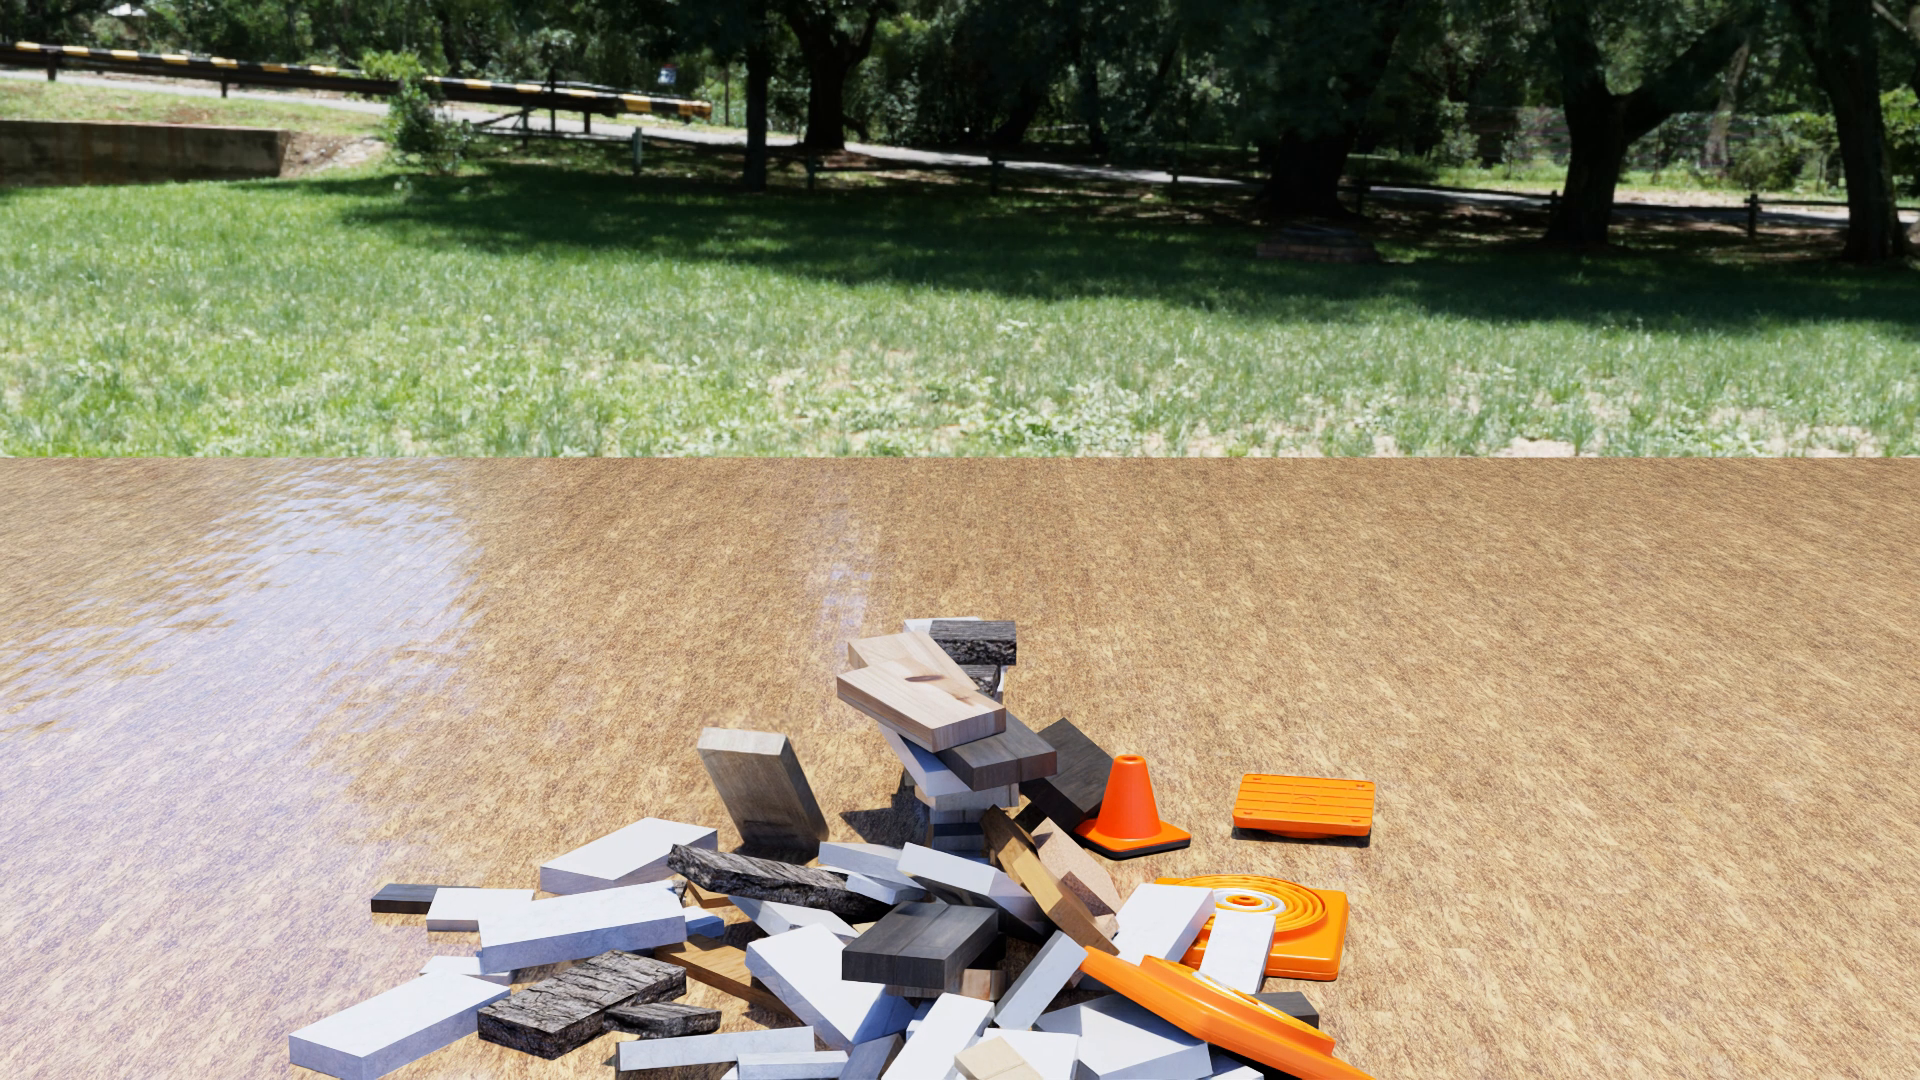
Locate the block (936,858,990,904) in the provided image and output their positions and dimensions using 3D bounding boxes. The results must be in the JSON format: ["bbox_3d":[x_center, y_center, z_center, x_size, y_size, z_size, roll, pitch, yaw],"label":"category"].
[{"bbox_3d":[0.005,0.573,3.553,0.082,0.023,0.165,0,29,4],"label":"block"}]

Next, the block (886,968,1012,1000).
[{"bbox_3d":[-0.013,0.624,3.101,0.141,0.040,0.283,1,-11,7],"label":"block"}]

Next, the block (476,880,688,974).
[{"bbox_3d":[-0.581,0.591,3.371,0.302,0.043,0.151,-7,14,-14],"label":"block"}]

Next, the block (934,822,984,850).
[{"bbox_3d":[-0.003,0.496,3.689,0.082,0.023,0.165,-2,0,-1],"label":"block"}]

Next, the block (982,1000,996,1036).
[{"bbox_3d":[0.004,0.667,3.077,0.087,0.025,0.174,1,-3,0],"label":"block"}]

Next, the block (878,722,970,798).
[{"bbox_3d":[-0.027,0.347,3.756,0.154,0.044,0.309,-7,19,-16],"label":"block"}]

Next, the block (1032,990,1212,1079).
[{"bbox_3d":[0.201,0.644,2.802,0.142,0.040,0.283,-13,5,-15],"label":"block"}]

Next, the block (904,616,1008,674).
[{"bbox_3d":[-0.015,0.245,5.109,0.180,0.051,0.359,-2,11,-10],"label":"block"}]

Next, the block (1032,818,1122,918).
[{"bbox_3d":[0.194,0.547,3.537,0.142,0.040,0.284,43,4,-10],"label":"block"}]

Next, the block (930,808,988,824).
[{"bbox_3d":[-0.002,0.471,3.851,0.098,0.028,0.195,-2,-1,0],"label":"block"}]

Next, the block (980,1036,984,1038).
[{"bbox_3d":[-0.008,0.684,2.965,0.087,0.025,0.174,1,-5,4],"label":"block"}]

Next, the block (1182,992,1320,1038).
[{"bbox_3d":[0.414,0.676,3.136,0.175,0.025,0.088,-1,11,-8],"label":"block"}]

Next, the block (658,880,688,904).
[{"bbox_3d":[-0.478,0.581,3.607,0.049,0.014,0.097,0,11,1],"label":"block"}]

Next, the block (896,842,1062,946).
[{"bbox_3d":[0.046,0.533,3.247,0.142,0.040,0.418,13,-16,23],"label":"block"}]

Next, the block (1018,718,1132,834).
[{"bbox_3d":[0.196,0.430,4.059,0.174,0.049,0.348,40,16,11],"label":"block"}]

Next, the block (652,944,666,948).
[{"bbox_3d":[-0.484,0.608,3.403,0.048,0.014,0.096,-10,14,-41],"label":"block"}]

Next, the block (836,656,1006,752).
[{"bbox_3d":[-0.068,0.274,3.709,0.148,0.042,0.295,-14,22,-32],"label":"block"}]

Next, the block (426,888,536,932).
[{"bbox_3d":[-0.768,0.593,3.526,0.157,0.022,0.079,0,29,3],"label":"block"}]

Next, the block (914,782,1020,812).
[{"bbox_3d":[0.009,0.437,3.844,0.142,0.040,0.284,-2,-1,-8],"label":"block"}]

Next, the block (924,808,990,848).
[{"bbox_3d":[-0.005,0.514,3.913,0.098,0.028,0.195,0,19,6],"label":"block"}]

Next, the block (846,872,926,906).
[{"bbox_3d":[-0.118,0.562,3.572,0.083,0.023,0.166,17,0,17],"label":"block"}]

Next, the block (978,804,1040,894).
[{"bbox_3d":[0.122,0.538,3.571,0.142,0.040,0.319,43,2,-16],"label":"block"}]

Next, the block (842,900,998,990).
[{"bbox_3d":[-0.051,0.553,3.015,0.141,0.040,0.283,2,5,15],"label":"block"}]

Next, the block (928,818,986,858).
[{"bbox_3d":[-0.005,0.534,3.778,0.098,0.028,0.195,-2,21,0],"label":"block"}]

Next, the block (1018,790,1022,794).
[{"bbox_3d":[0.115,0.459,4.222,0.112,0.056,0.016,3,11,16],"label":"block"}]

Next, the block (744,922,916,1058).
[{"bbox_3d":[-0.177,0.639,3.108,0.130,0.037,0.259,-9,30,-40],"label":"block"}]

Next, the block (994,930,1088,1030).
[{"bbox_3d":[0.104,0.588,2.920,0.040,0.142,0.283,39,-7,6],"label":"block"}]

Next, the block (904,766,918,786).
[{"bbox_3d":[-0.022,0.398,3.922,0.154,0.044,0.348,-2,-1,-2],"label":"block"}]

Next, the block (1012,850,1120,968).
[{"bbox_3d":[0.155,0.543,3.253,0.035,0.122,0.245,-45,13,-1],"label":"block"}]

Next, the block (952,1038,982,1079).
[{"bbox_3d":[0.032,0.682,2.728,0.090,0.025,0.179,-2,24,-5],"label":"block"}]

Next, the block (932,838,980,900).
[{"bbox_3d":[-0.006,0.548,3.671,0.082,0.023,0.165,-2,21,1],"label":"block"}]

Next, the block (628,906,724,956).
[{"bbox_3d":[-0.465,0.617,3.460,0.170,0.024,0.085,-9,14,-39],"label":"block"}]

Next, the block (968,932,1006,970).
[{"bbox_3d":[-0.020,0.603,3.257,0.141,0.040,0.283,2,-7,9],"label":"block"}]

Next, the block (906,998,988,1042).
[{"bbox_3d":[-0.016,0.641,2.912,0.087,0.025,0.174,1,2,6],"label":"block"}]
